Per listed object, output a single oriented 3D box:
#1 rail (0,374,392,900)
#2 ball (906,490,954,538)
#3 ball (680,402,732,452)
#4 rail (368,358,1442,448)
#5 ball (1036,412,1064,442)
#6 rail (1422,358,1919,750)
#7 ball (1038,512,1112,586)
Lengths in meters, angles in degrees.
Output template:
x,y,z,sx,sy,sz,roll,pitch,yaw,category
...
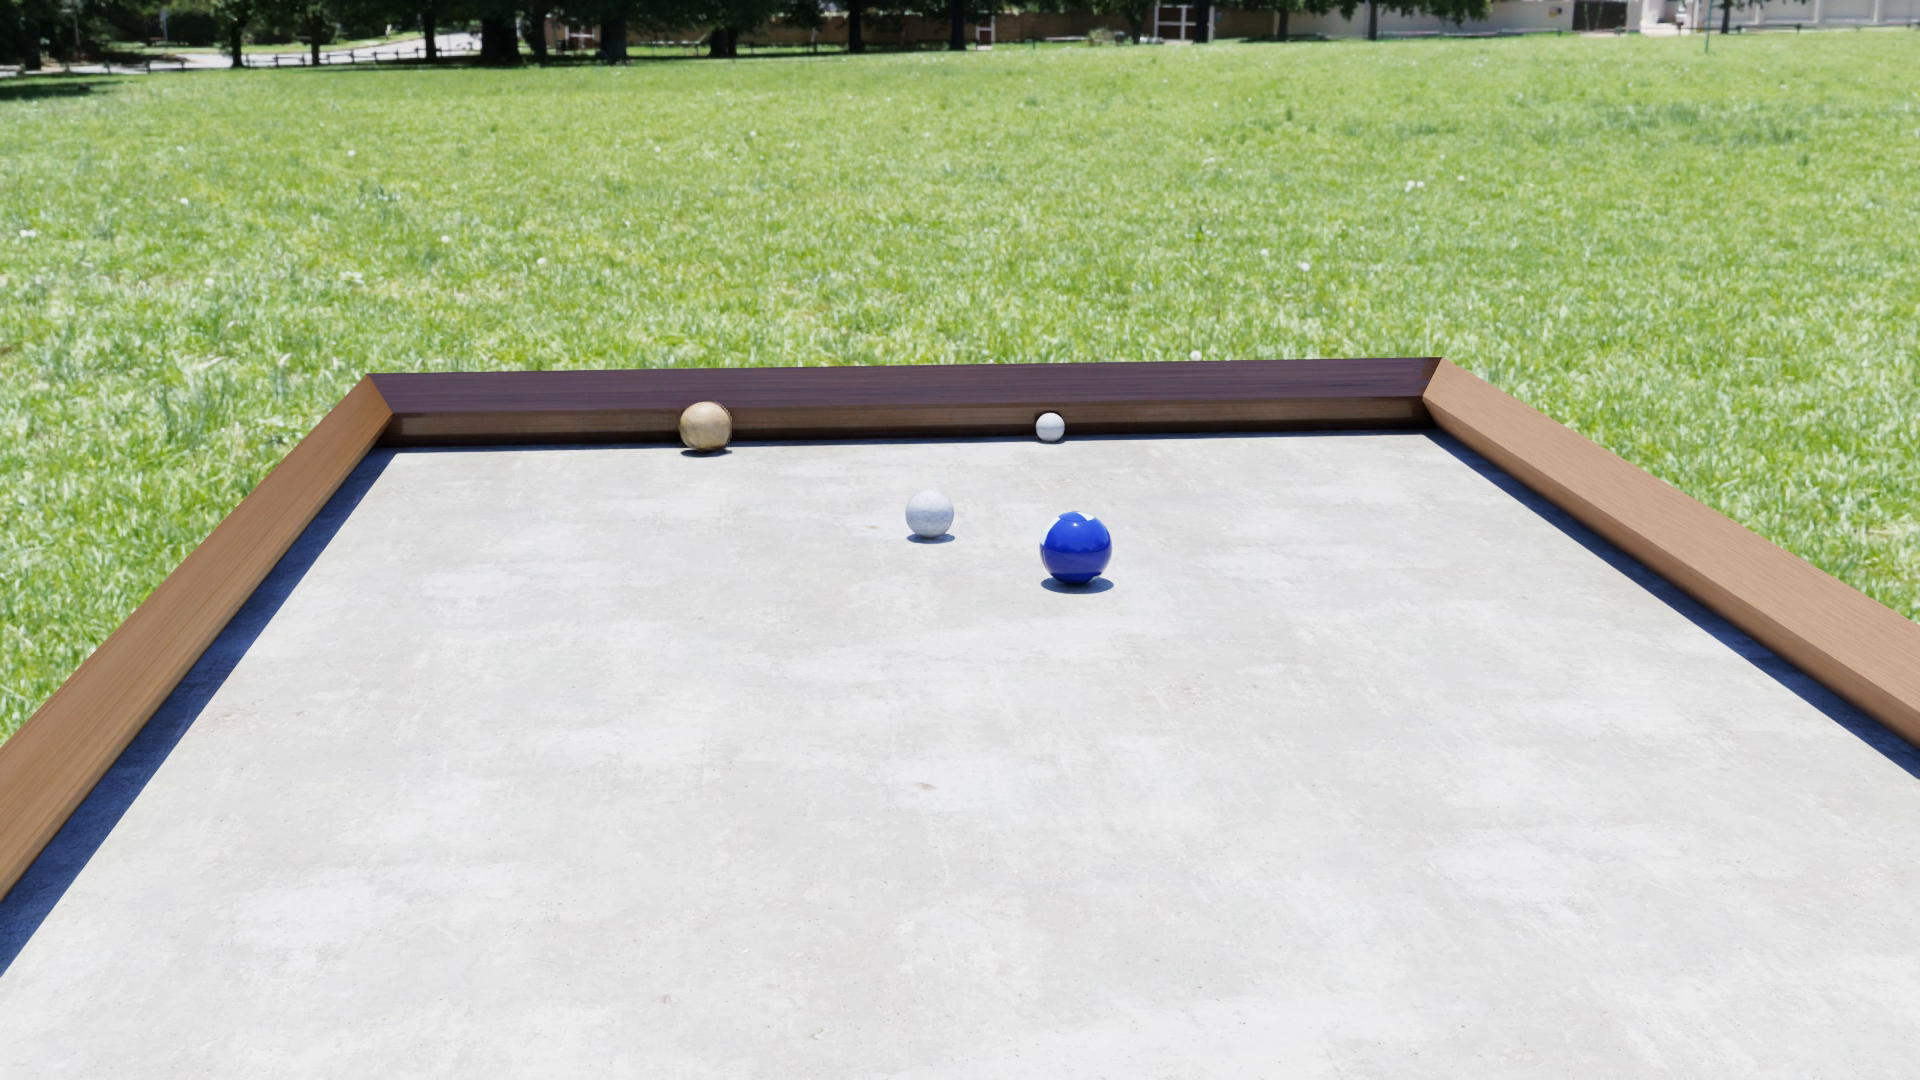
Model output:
x,y,z,sx,sy,sz,roll,pitch,yaw,category
-0.780,0.197,1.950,0.045,0.119,3.261,-1,15,-5,rail
-0.041,-0.035,2.963,0.066,0.066,0.066,0,14,0,ball
-0.405,-0.179,3.491,0.082,0.082,0.082,0,14,0,ball
-0.070,-0.221,3.573,1.758,0.119,0.045,-1,15,-5,rail
0.147,-0.183,3.574,0.047,0.047,0.047,0,14,0,ball
0.923,0.160,2.096,0.045,0.119,3.261,-1,15,-5,rail
0.144,0.010,2.736,0.092,0.092,0.092,0,14,0,ball
